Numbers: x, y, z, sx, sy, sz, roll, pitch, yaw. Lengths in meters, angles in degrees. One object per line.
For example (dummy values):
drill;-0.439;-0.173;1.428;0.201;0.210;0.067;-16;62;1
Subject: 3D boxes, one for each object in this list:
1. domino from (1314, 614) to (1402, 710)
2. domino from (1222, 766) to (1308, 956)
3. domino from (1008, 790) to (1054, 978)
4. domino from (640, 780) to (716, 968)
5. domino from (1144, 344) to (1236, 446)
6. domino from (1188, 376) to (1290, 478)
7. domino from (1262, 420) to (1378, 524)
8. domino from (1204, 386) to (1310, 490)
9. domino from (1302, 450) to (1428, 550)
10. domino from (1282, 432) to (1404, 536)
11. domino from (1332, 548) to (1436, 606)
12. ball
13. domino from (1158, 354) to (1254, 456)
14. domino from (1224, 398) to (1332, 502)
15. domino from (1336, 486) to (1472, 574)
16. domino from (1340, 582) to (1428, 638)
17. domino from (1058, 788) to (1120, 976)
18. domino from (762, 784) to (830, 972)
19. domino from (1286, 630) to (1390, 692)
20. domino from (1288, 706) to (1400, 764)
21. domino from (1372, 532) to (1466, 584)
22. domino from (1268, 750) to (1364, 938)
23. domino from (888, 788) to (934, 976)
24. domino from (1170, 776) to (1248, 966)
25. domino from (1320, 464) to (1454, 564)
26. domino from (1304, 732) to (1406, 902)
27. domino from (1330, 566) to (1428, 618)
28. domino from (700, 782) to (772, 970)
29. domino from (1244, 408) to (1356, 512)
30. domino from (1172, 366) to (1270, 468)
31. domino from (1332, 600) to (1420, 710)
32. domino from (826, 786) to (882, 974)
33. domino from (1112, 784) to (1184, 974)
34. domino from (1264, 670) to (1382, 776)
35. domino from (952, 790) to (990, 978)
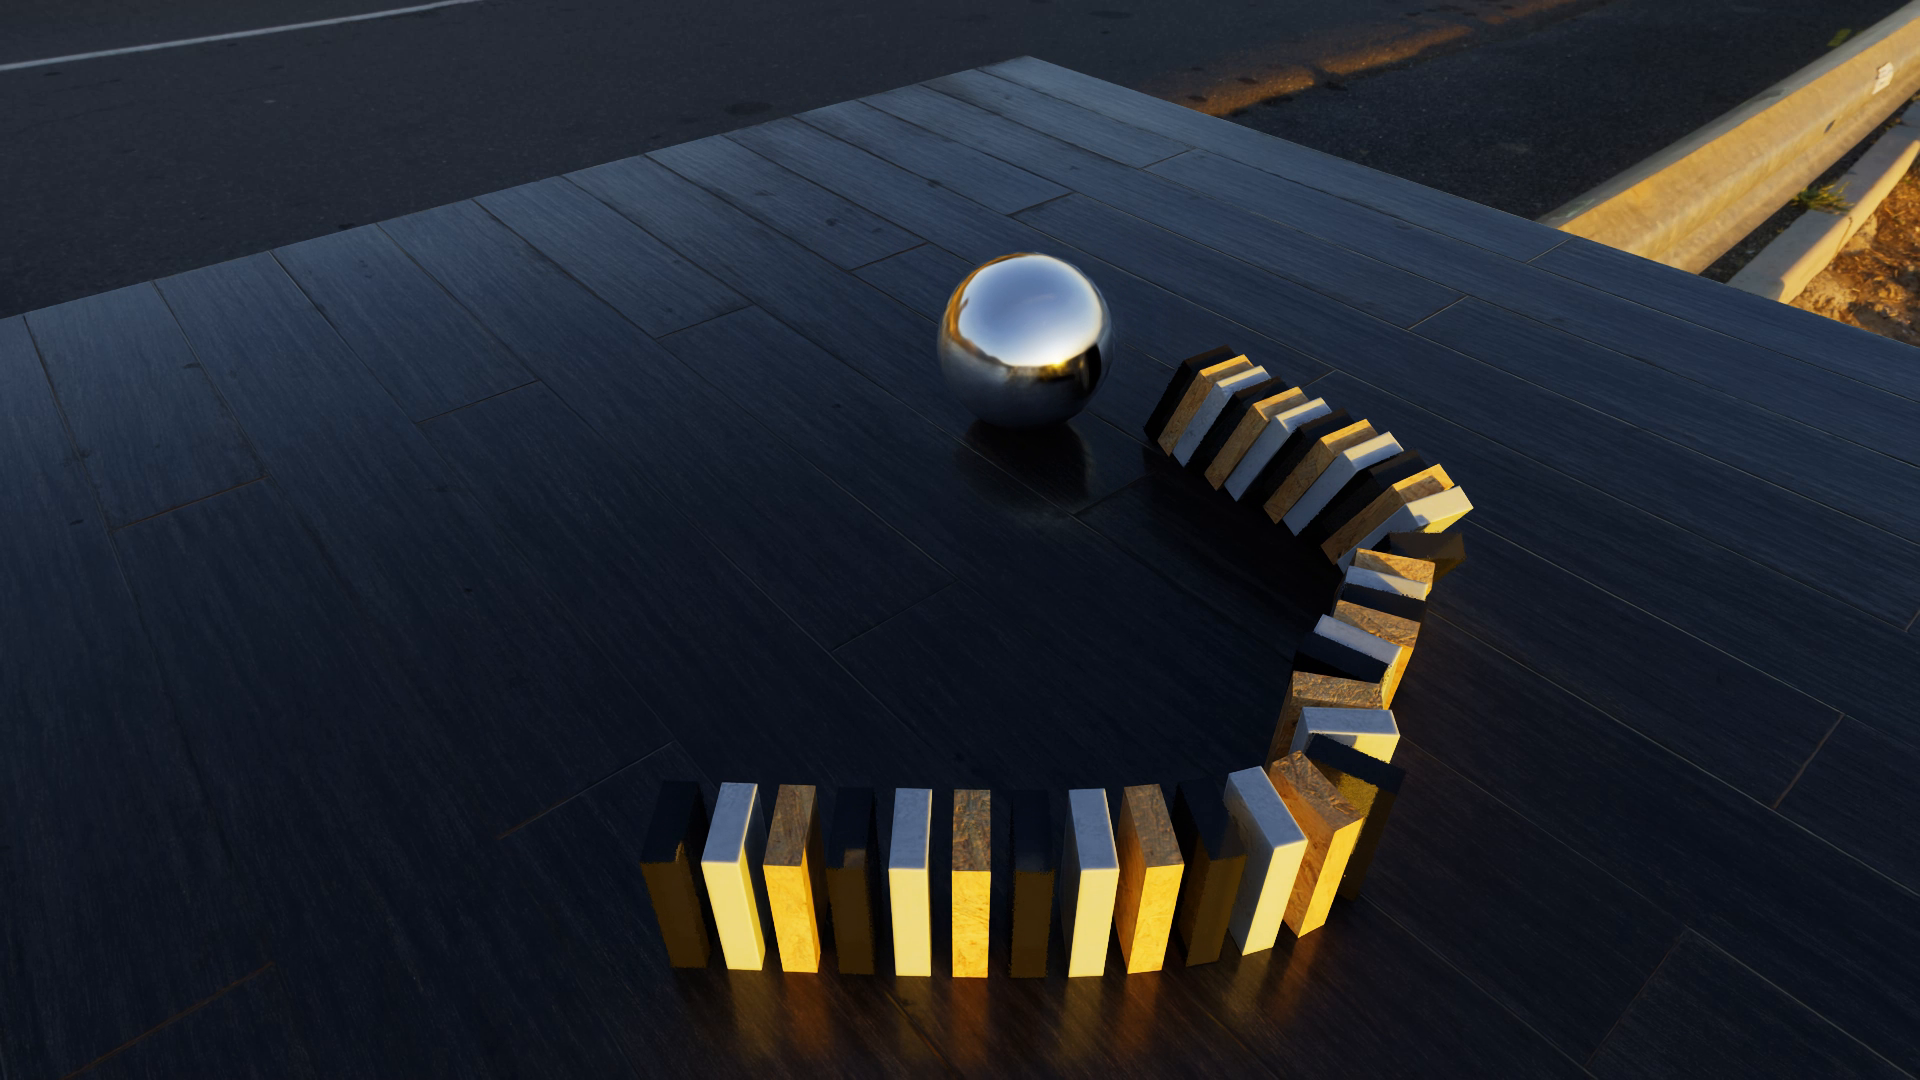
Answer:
domino;0.124;0.047;0.354;0.025;0.050;0.009;25;59;27
domino;0.080;0.089;0.303;0.009;0.050;0.025;-10;40;-13
domino;0.019;0.093;0.297;0.009;0.050;0.025;0;39;0
domino;-0.075;0.092;0.300;0.009;0.050;0.025;1;39;1
domino;0.102;-0.064;0.490;0.025;0.050;0.009;-22;67;-24
domino;0.119;-0.047;0.469;0.025;0.050;0.009;-22;67;-25
domino;0.145;-0.027;0.445;0.025;0.050;0.010;-22;67;-24
domino;0.124;-0.042;0.463;0.025;0.050;0.010;-22;67;-25
domino;0.158;-0.015;0.431;0.025;0.050;0.010;-21;70;-24
domino;0.152;-0.022;0.438;0.025;0.050;0.009;-21;67;-24
domino;0.149;0.018;0.391;0.025;0.050;0.010;12;72;14
ball;0.030;-0.089;0.497;0.080;0.080;0.080;0;39;0
domino;0.108;-0.058;0.483;0.025;0.050;0.010;-22;67;-24
domino;0.132;-0.037;0.457;0.025;0.050;0.010;-22;67;-24
domino;0.166;-0.002;0.414;0.025;0.050;0.009;-17;69;-19
domino;0.139;0.033;0.372;0.025;0.050;0.009;14;64;16
domino;0.034;0.093;0.298;0.010;0.050;0.025;-2;39;-2
domino;-0.044;0.092;0.299;0.010;0.050;0.025;2;39;2
domino;0.116;0.053;0.346;0.025;0.050;0.010;25;52;27
domino;0.110;0.070;0.326;0.025;0.050;0.009;2;40;2
domino;0.160;0.010;0.401;0.025;0.050;0.010;0;70;0
domino;0.095;0.085;0.307;0.010;0.050;0.025;-18;43;-20
domino;-0.013;0.093;0.298;0.009;0.050;0.025;1;39;1
domino;0.065;0.091;0.300;0.009;0.050;0.025;-7;40;-8
domino;0.163;-0.009;0.423;0.025;0.050;0.009;-21;71;-24
domino;0.107;0.080;0.314;0.025;0.050;0.009;22;45;25
domino;0.143;0.025;0.382;0.025;0.050;0.009;14;70;16
domino;-0.059;0.092;0.299;0.010;0.050;0.025;2;39;2
domino;0.139;-0.032;0.451;0.025;0.050;0.009;-22;67;-24
domino;0.113;-0.053;0.476;0.025;0.050;0.010;-22;67;-24
domino;0.133;0.040;0.362;0.025;0.050;0.010;17;60;20
domino;-0.028;0.093;0.298;0.009;0.050;0.025;1;39;2
domino;0.050;0.092;0.299;0.010;0.050;0.025;-4;40;-5
domino;0.110;0.061;0.336;0.025;0.050;0.009;8;45;10
domino;0.003;0.093;0.297;0.010;0.050;0.025;1;39;1
